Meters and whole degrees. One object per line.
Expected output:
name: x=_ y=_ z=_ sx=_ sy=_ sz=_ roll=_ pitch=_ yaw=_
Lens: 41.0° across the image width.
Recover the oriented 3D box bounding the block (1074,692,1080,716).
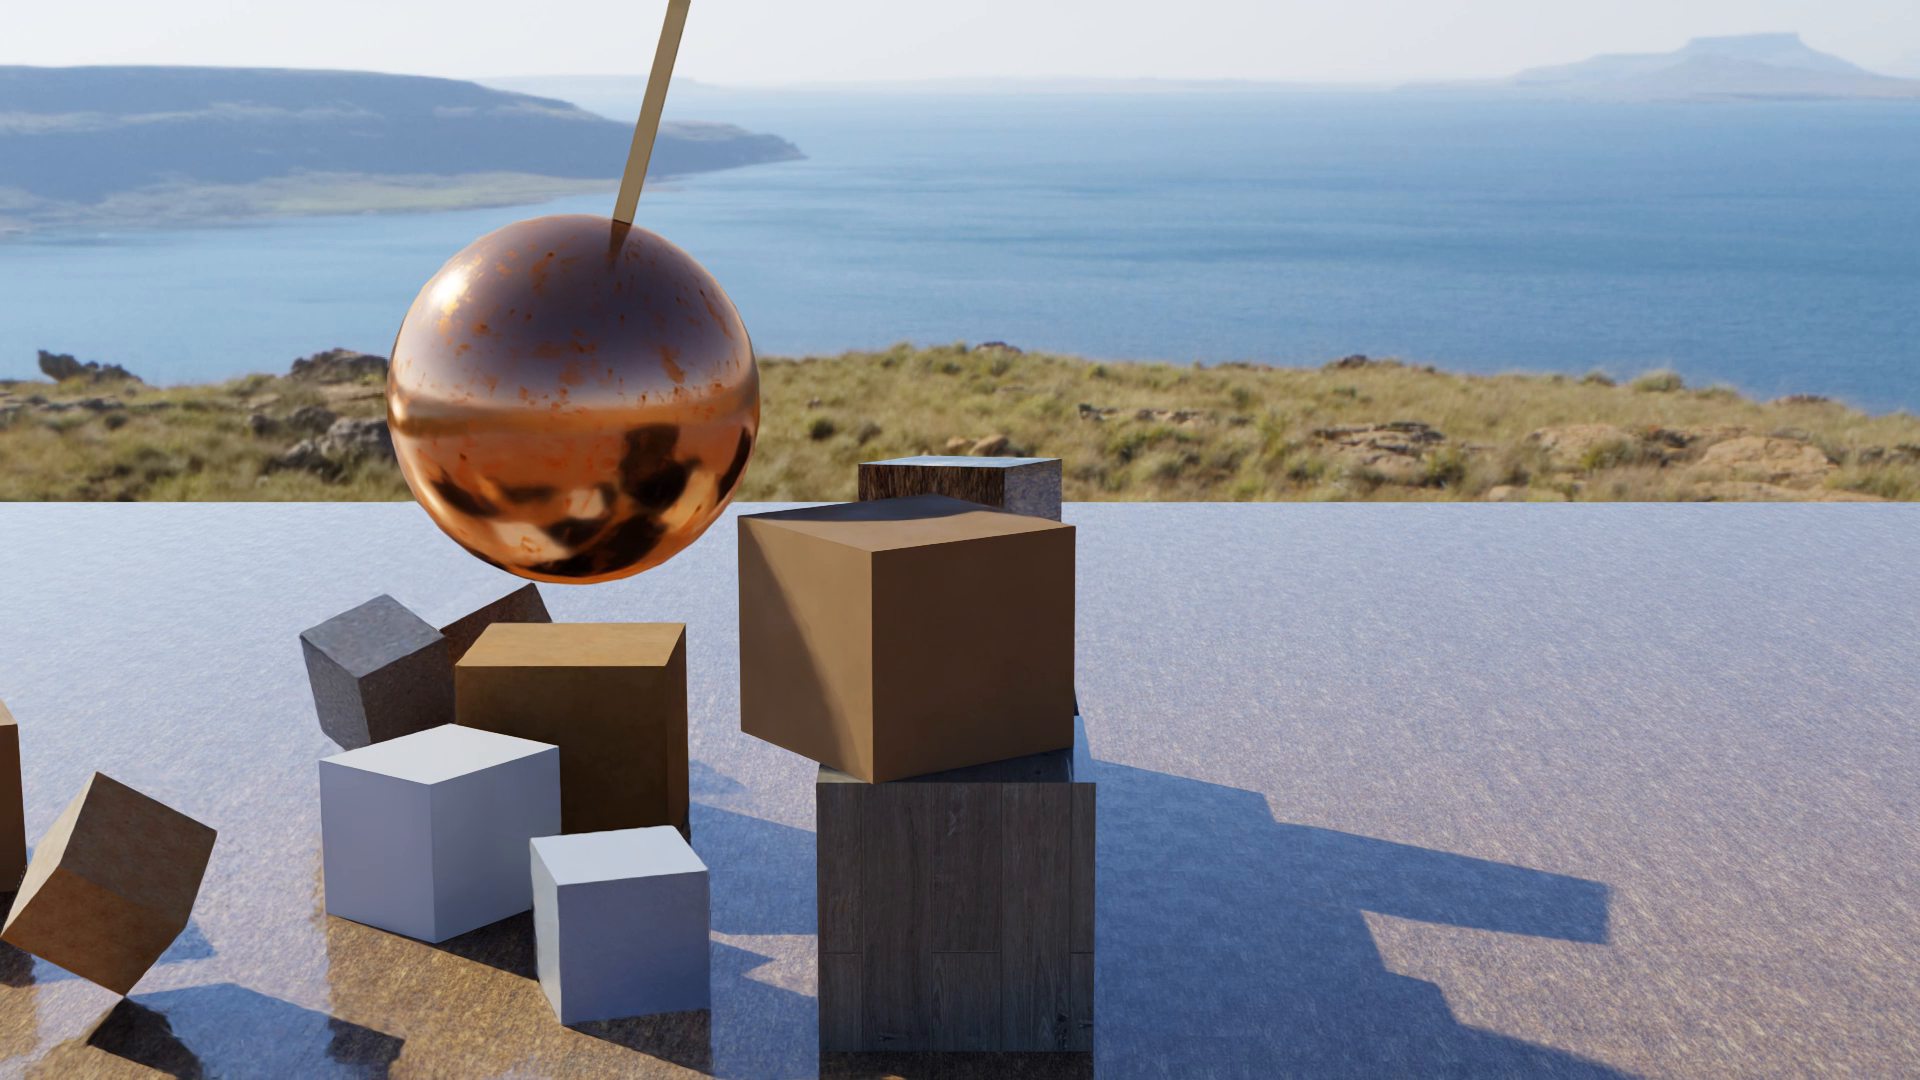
block: x=0.002 y=1.143 z=10.624 sx=0.961 sy=0.951 sz=0.855 roll=0 pitch=10 yaw=0

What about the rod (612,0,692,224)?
rod: x=-0.719 y=-3.819 z=10.486 sx=0.080 sy=5.200 sz=0.080 roll=16 pitch=10 yaw=-3

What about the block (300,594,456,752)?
block: x=-2.889 y=0.721 z=12.832 sx=0.498 sy=0.600 sz=0.558 roll=-28 pitch=40 yaw=-33

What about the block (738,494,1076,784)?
block: x=-0.207 y=0.341 z=9.682 sx=0.906 sy=0.841 sz=0.920 roll=-7 pitch=13 yaw=-35

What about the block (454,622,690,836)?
block: x=-1.791 y=0.921 z=12.005 sx=0.940 sy=0.893 sz=0.918 roll=0 pitch=10 yaw=0

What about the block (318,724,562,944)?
block: x=-2.200 y=1.231 z=10.917 sx=0.668 sy=0.672 sz=0.742 roll=7 pitch=13 yaw=35

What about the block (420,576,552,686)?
block: x=-2.523 y=0.621 z=13.739 sx=0.644 sy=0.609 sz=0.572 roll=-29 pitch=15 yaw=-22

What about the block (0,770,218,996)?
block: x=-3.262 y=1.322 z=9.852 sx=0.520 sy=0.510 sz=0.499 roll=32 pitch=33 yaw=-22

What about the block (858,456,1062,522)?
block: x=0.009 y=0.018 z=12.649 sx=0.757 sy=0.814 sz=0.796 roll=2 pitch=5 yaw=22

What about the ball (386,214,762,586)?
ball: x=-1.659 y=-0.604 z=11.070 sx=1.600 sy=1.600 sz=1.600 roll=0 pitch=10 yaw=0

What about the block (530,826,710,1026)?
block: x=-1.318 y=1.477 z=9.912 sx=0.570 sy=0.548 sz=0.620 roll=-3 pitch=11 yaw=-18

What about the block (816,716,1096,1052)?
block: x=-0.015 y=1.277 z=9.715 sx=0.999 sy=1.012 sz=0.962 roll=0 pitch=10 yaw=0

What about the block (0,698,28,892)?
block: x=-4.612 y=1.121 z=11.327 sx=0.785 sy=0.741 sz=0.867 roll=-5 pitch=12 yaw=-27
